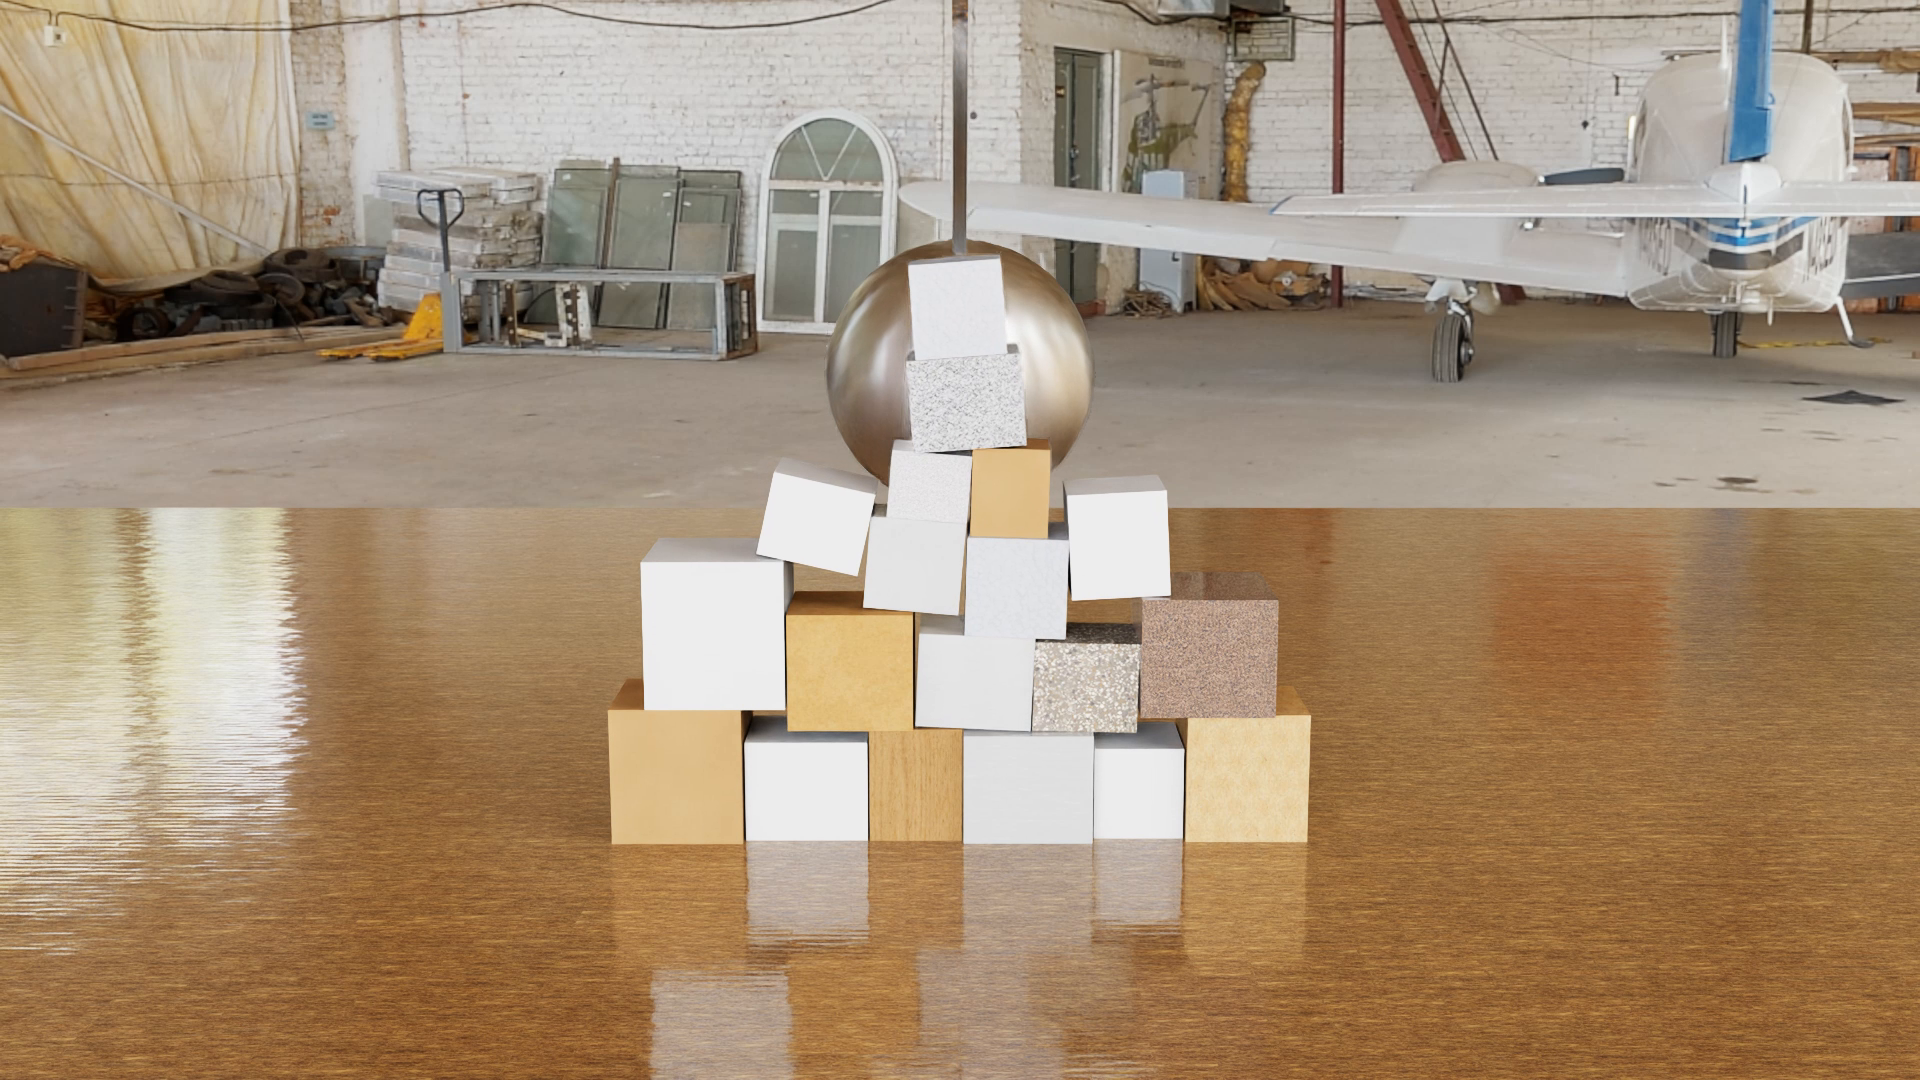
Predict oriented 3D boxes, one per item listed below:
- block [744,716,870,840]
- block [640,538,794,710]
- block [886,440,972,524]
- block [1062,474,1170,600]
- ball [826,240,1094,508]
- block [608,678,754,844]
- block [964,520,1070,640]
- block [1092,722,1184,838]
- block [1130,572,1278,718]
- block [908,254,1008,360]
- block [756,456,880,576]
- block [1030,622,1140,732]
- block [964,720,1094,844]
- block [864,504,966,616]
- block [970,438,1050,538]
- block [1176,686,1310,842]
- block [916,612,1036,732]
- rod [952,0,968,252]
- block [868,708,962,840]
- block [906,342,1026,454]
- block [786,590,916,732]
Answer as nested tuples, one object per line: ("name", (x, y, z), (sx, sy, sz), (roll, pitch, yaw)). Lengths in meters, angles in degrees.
("block", (-0.777, 1.226, 11.393), (0.619, 0.512, 0.541), (0, 10, 0))
("block", (-1.225, 0.419, 11.261), (0.702, 0.751, 0.686), (0, 10, 0))
("block", (-0.152, -0.299, 11.133), (0.400, 0.338, 0.399), (5, 10, -1))
("block", (0.790, -0.018, 11.165), (0.491, 0.529, 0.522), (-3, 10, 1))
("ball", (0.000, -0.986, 13.109), (1.600, 1.600, 1.600), (0, 10, 0))
("block", (-1.428, 1.135, 11.375), (0.663, 0.698, 0.652), (0, 10, 0))
("block", (0.283, 0.195, 11.227), (0.505, 0.503, 0.527), (2, 11, 0))
("block", (0.907, 1.241, 11.423), (0.454, 0.471, 0.531), (0, 10, 0))
("block", (1.240, 0.528, 11.286), (0.674, 0.601, 0.726), (0, 10, 0))
("block", (-0.010, -1.164, 10.955), (0.452, 0.464, 0.420), (-4, 11, 1))
("block", (-0.714, -0.125, 11.153), (0.512, 0.420, 0.522), (13, 10, -2))
("block", (0.634, 0.700, 11.310), (0.527, 0.456, 0.495), (1, 10, 0))
("block", (0.345, 1.203, 11.386), (0.652, 0.560, 0.639), (0, 10, 0))
("block", (-0.227, 0.094, 11.178), (0.477, 0.463, 0.408), (5, 10, -1))
("block", (0.250, -0.270, 11.128), (0.386, 0.445, 0.405), (2, 11, 0))
("block", (1.452, 1.151, 11.389), (0.616, 0.661, 0.611), (0, 10, 0))
("block", (0.076, 0.671, 11.305), (0.581, 0.476, 0.528), (3, 10, 0))
("rod", (0.000, -3.914, 11.382), (0.080, 5.200, 0.080), (0, 31, 0))
("block", (-0.225, 1.192, 11.379), (0.467, 0.582, 0.539), (0, 10, 0))
("block", (0.033, -0.719, 11.060), (0.560, 0.455, 0.526), (-4, 11, 1))
("block", (-0.550, 0.613, 11.278), (0.629, 0.594, 0.603), (0, 10, 0))
